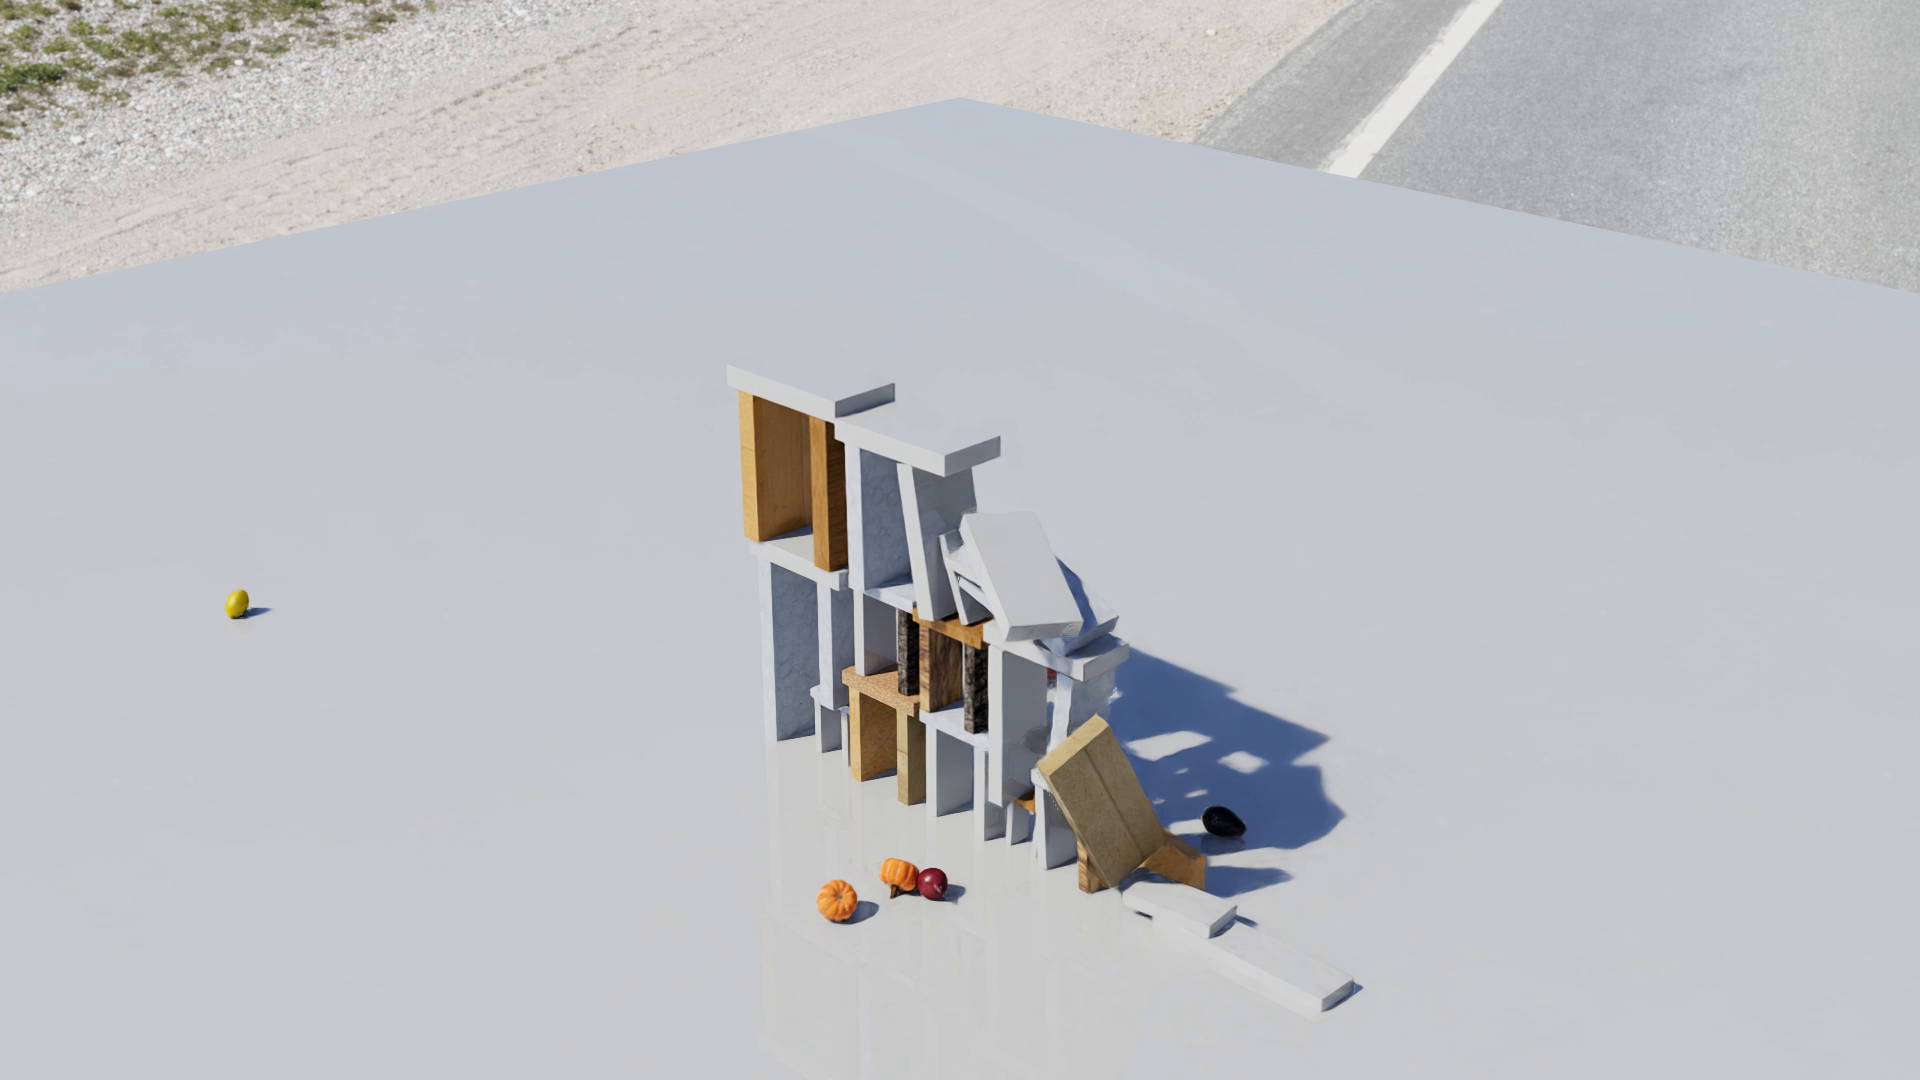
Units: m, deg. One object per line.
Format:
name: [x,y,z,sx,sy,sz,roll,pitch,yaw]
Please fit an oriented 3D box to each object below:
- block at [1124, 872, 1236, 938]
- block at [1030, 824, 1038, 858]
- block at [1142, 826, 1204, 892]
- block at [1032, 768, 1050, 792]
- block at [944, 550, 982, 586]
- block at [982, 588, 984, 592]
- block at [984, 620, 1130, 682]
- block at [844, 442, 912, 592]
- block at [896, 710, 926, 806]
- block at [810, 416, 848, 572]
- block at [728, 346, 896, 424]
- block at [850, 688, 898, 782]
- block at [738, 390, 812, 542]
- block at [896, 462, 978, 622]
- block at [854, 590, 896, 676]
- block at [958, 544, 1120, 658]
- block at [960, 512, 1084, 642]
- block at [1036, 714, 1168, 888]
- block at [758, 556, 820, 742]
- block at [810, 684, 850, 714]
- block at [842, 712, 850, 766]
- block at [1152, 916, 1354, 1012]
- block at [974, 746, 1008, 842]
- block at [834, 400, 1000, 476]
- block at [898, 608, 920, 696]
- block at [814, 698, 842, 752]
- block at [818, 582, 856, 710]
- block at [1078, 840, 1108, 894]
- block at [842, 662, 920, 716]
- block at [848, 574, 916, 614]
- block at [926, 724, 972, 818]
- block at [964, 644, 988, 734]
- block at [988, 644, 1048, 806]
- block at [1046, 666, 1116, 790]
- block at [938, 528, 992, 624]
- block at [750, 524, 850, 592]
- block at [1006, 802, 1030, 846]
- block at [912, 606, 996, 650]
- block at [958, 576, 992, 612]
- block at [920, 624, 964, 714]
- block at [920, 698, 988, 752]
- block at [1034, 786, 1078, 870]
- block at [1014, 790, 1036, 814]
block: [0.406,0.674,4.070,0.187,0.027,0.094,17,28,35]
block: [0.166,0.568,4.292,0.050,0.100,0.014,-21,39,-40]
block: [0.398,0.606,4.210,0.027,0.094,0.187,-18,29,-29]
block: [0.224,0.467,4.186,0.085,0.024,0.171,-18,29,-36]
block: [0.045,0.056,4.171,0.070,0.020,0.140,-26,42,-37]
block: [0.097,0.098,4.139,0.053,0.015,0.106,-26,39,-37]
block: [0.179,0.190,4.109,0.254,0.036,0.127,20,31,41]
block: [-0.153,-0.064,4.360,0.151,0.302,0.043,-21,30,-41]
block: [-0.079,0.426,4.485,0.030,0.212,0.106,21,31,40]
block: [-0.223,-0.113,4.427,0.046,0.324,0.162,20,30,40]
block: [-0.301,-0.314,4.425,0.324,0.046,0.162,21,31,40]
block: [-0.179,0.388,4.577,0.030,0.212,0.106,21,31,40]
block: [-0.377,-0.173,4.566,0.046,0.324,0.162,21,31,41]
block: [-0.032,-0.015,4.256,0.151,0.312,0.043,-21,19,-40]
block: [-0.172,0.176,4.488,0.027,0.187,0.094,20,30,40]
block: [0.145,0.089,4.096,0.144,0.041,0.288,-25,56,-37]
block: [0.111,0.064,4.050,0.144,0.041,0.288,-3,45,-21]
block: [0.266,0.485,4.051,0.144,0.364,0.041,-39,43,-11]
block: [-0.359,0.215,4.712,0.040,0.424,0.140,21,31,41]
block: [-0.249,0.331,4.635,0.126,0.018,0.063,21,31,41]
block: [-0.220,0.409,4.636,0.063,0.126,0.018,-21,31,-41]
block: [0.525,0.744,3.973,0.382,0.027,0.094,21,31,40]
block: [0.073,0.487,4.356,0.101,0.202,0.029,-21,31,-41]
block: [-0.083,-0.197,4.229,0.301,0.043,0.151,20,30,41]
block: [-0.081,0.211,4.405,0.027,0.187,0.094,22,31,40]
block: [-0.279,0.386,4.690,0.018,0.126,0.063,21,31,41]
block: [-0.227,0.200,4.562,0.040,0.280,0.140,21,31,41]
block: [0.265,0.578,4.178,0.085,0.171,0.024,-16,23,-33]
block: [-0.130,0.296,4.484,0.106,0.030,0.211,-21,31,-40]
block: [-0.127,0.095,4.405,0.187,0.027,0.094,21,31,41]
block: [-0.022,0.449,4.443,0.029,0.202,0.101,21,31,41]
block: [0.051,0.276,4.280,0.094,0.188,0.027,-21,31,-40]
block: [0.111,0.340,4.237,0.036,0.335,0.127,21,32,40]
block: [0.227,0.342,4.122,0.036,0.254,0.127,26,34,36]
block: [0.012,0.067,4.240,0.070,0.180,0.020,-20,8,-39]
block: [-0.293,0.027,4.560,0.140,0.040,0.280,-21,31,-41]
block: [0.115,0.549,4.337,0.050,0.100,0.014,-22,35,-40]
block: [0.007,0.159,4.281,0.188,0.027,0.094,21,31,41]
block: [0.071,0.106,4.192,0.070,0.020,0.139,-21,47,-39]
block: [-0.037,0.241,4.362,0.094,0.188,0.027,-21,31,-40]
block: [0.027,0.362,4.356,0.202,0.029,0.101,21,31,40]
block: [0.188,0.544,4.258,0.085,0.171,0.024,-18,24,-36]
block: [0.139,0.506,4.291,0.050,0.014,0.100,-21,31,-40]
